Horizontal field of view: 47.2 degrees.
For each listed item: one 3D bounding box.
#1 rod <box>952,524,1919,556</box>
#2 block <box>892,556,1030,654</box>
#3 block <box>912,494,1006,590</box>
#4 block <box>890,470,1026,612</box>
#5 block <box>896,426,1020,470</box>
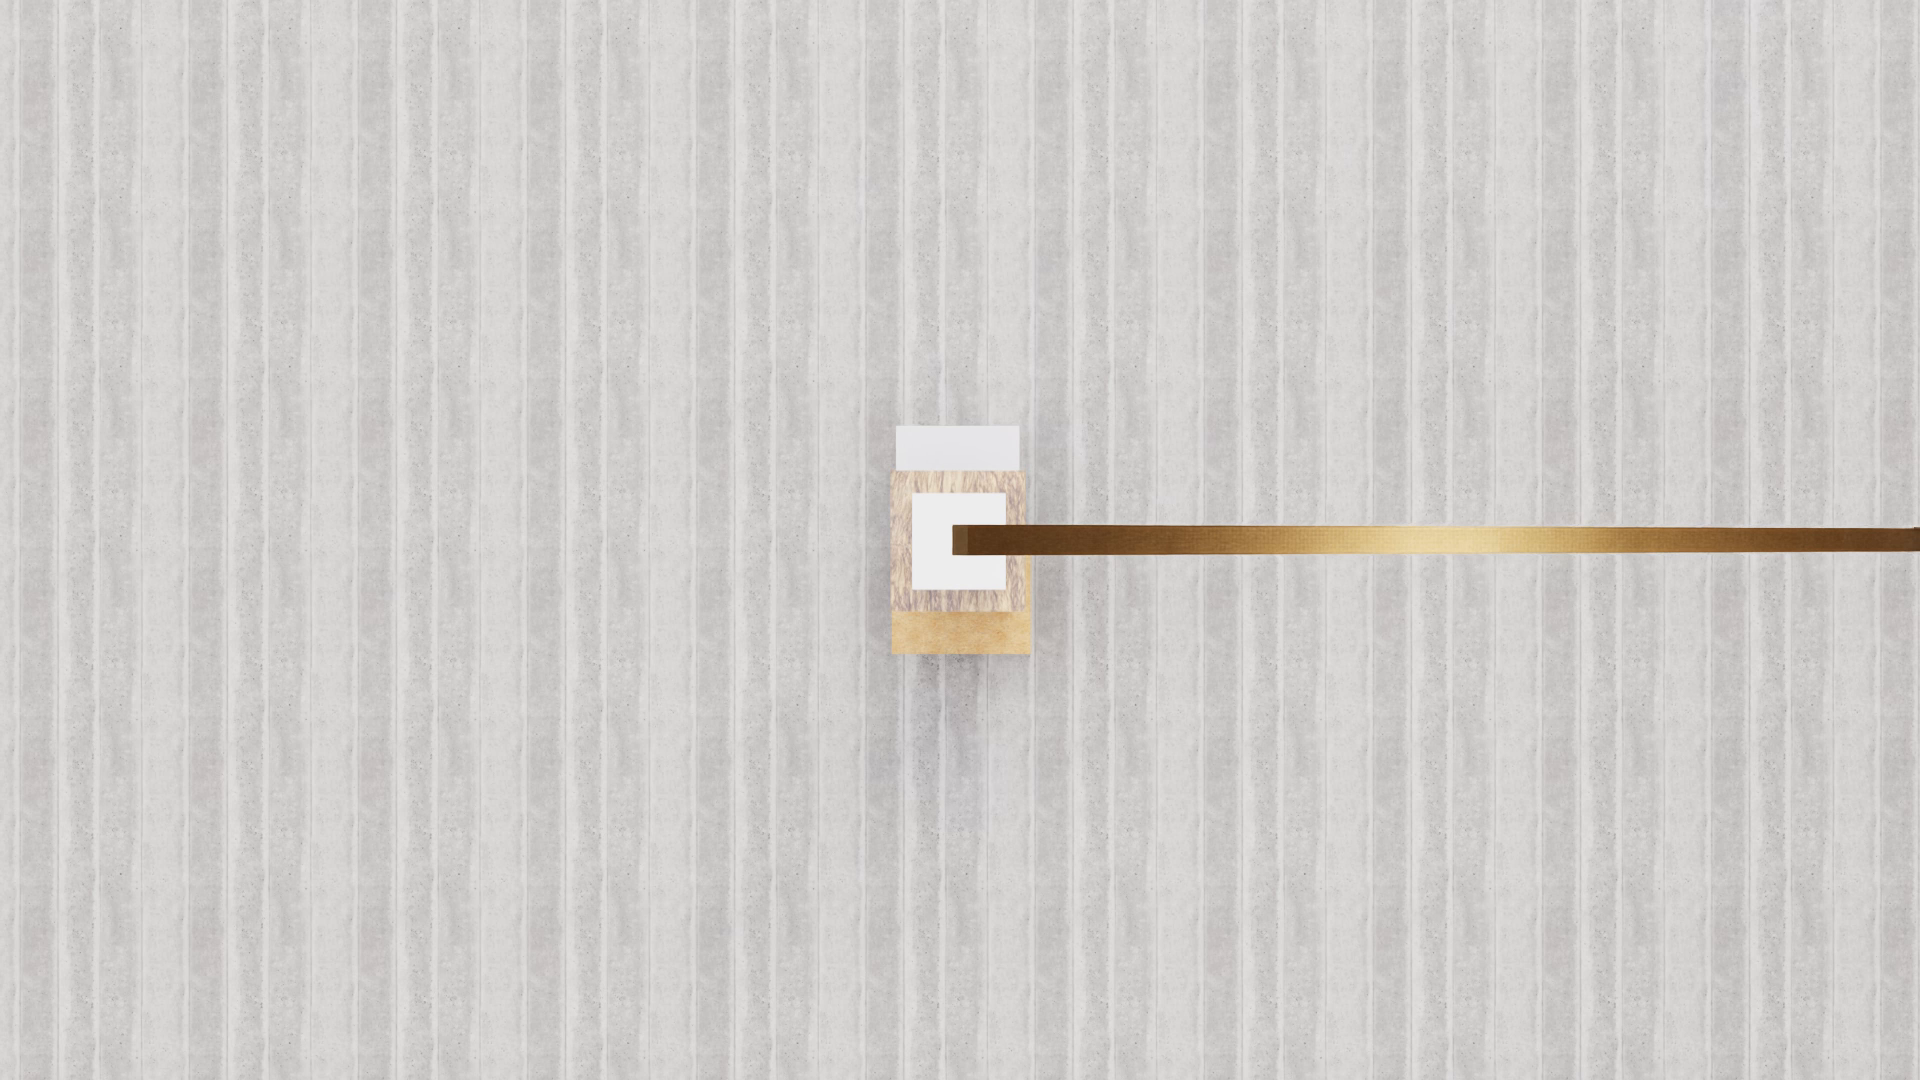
[{"bbox_3d":[2.234,0.000,6.963,5.200,0.080,0.080,0,90,-31],"label":"rod"},{"bbox_3d":[0.007,0.305,12.648,0.779,0.703,0.663,0,90,0],"label":"block"},{"bbox_3d":[-0.005,0.006,10.910,0.455,0.379,0.470,0,90,0],"label":"block"},{"bbox_3d":[-0.009,0.004,11.415,0.680,0.631,0.713,0,90,0],"label":"block"},{"bbox_3d":[-0.013,-0.336,12.646,0.688,0.707,0.601,0,90,0],"label":"block"}]
